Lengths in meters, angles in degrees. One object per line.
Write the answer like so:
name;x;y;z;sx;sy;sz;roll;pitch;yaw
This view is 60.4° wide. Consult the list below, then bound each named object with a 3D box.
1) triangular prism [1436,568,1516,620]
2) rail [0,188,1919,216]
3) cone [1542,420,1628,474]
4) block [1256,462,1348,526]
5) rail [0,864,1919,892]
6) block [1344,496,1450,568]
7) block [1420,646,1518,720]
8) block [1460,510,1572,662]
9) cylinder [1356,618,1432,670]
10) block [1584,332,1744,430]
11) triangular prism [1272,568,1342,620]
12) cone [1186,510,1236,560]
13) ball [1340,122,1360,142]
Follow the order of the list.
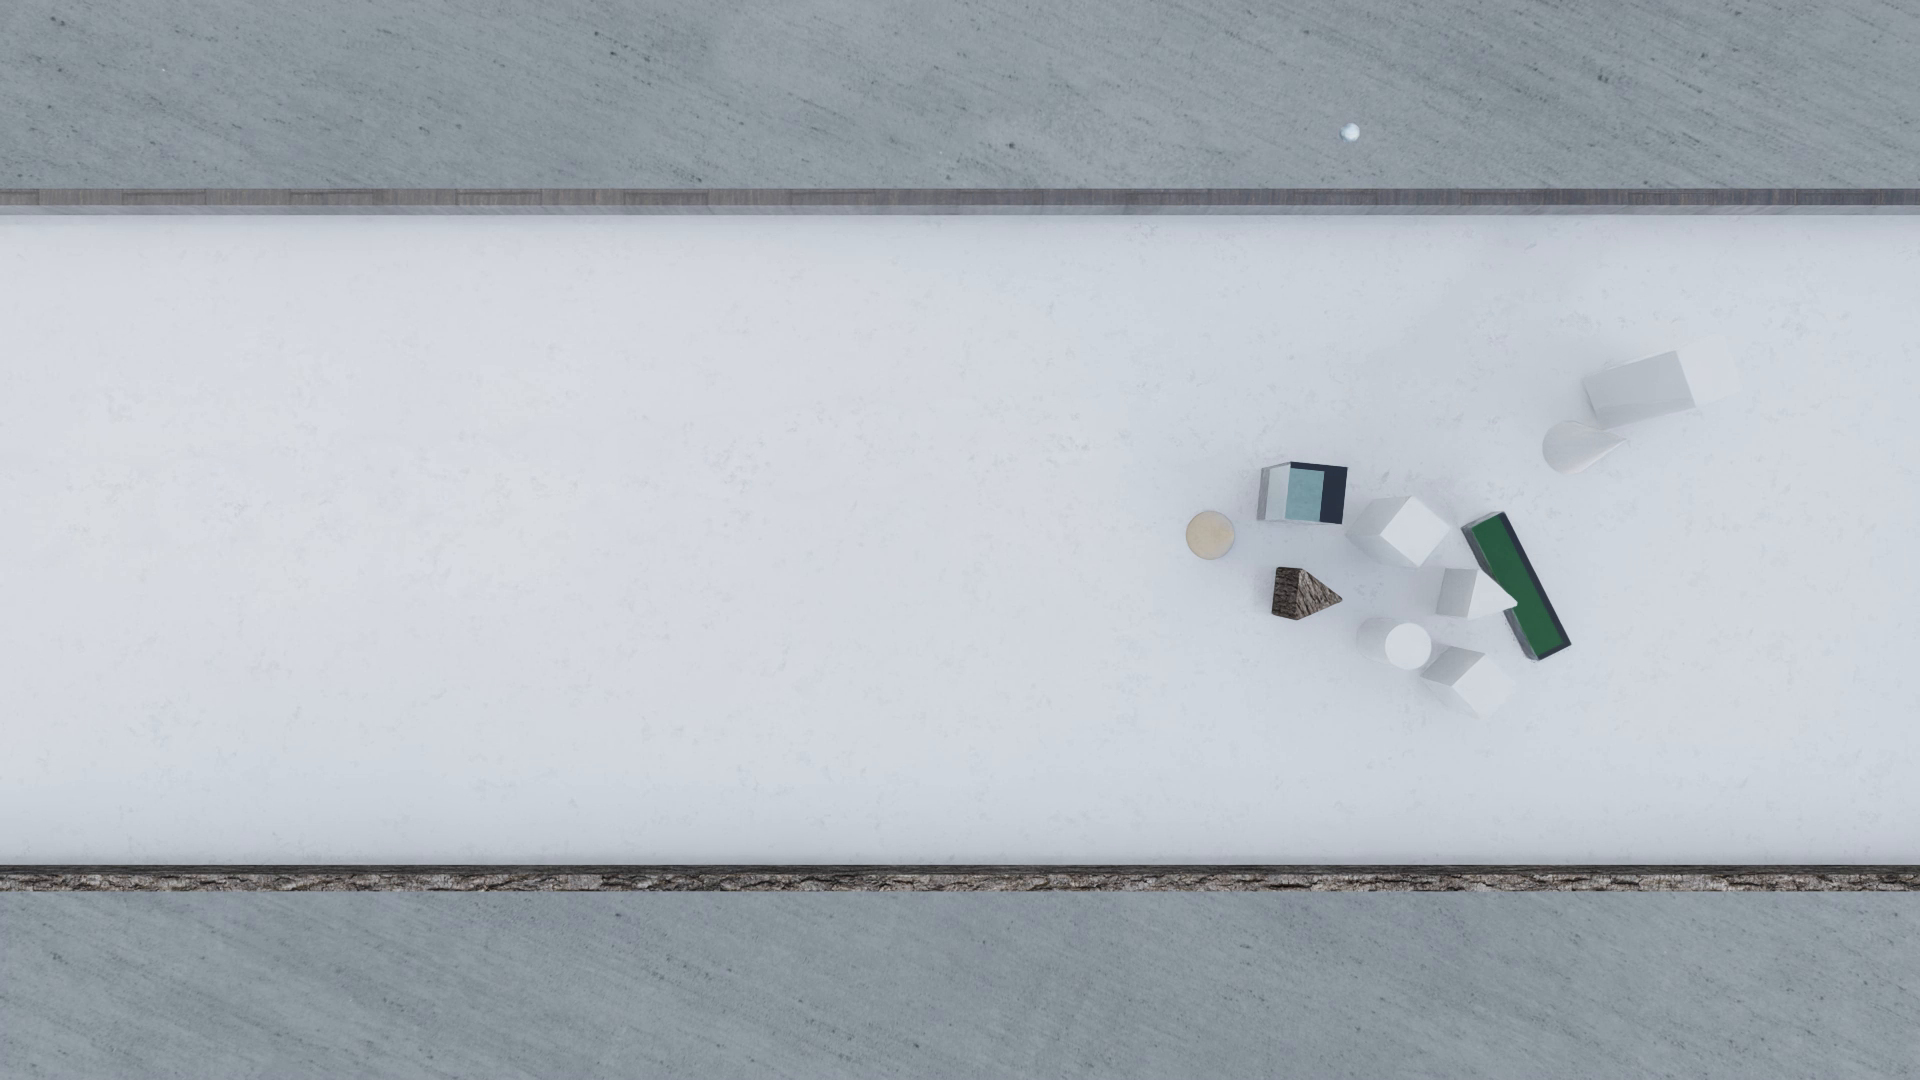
triangular prism;1.518;0.146;4.917;0.149;0.318;0.129;-17;90;0
rail;-2.247;-1.025;5.002;12.000;0.150;0.050;0;90;0
cone;1.875;-0.285;4.851;0.166;0.451;0.166;0;90;0
block;1.001;-0.133;4.854;0.162;0.446;0.162;6;90;0
rail;-2.247;1.025;5.001;12.000;0.150;0.050;0;90;0
block;1.282;-0.025;4.861;0.143;0.432;0.143;39;90;0
block;1.510;0.423;4.909;0.137;0.335;0.137;-44;90;0
block;1.691;0.139;5.021;0.111;0.111;0.452;-27;90;0
cylinder;1.286;0.305;4.904;0.134;0.345;0.134;0;90;0
block;2.060;-0.461;4.852;0.172;0.419;0.172;-20;90;-16
triangular prism;1.003;0.142;4.900;0.147;0.354;0.127;-23;90;0
cone;0.771;-0.014;4.854;0.152;0.446;0.152;0;90;0
ball;4.902;-5.121;20.741;0.246;0.246;0.246;0;90;0
